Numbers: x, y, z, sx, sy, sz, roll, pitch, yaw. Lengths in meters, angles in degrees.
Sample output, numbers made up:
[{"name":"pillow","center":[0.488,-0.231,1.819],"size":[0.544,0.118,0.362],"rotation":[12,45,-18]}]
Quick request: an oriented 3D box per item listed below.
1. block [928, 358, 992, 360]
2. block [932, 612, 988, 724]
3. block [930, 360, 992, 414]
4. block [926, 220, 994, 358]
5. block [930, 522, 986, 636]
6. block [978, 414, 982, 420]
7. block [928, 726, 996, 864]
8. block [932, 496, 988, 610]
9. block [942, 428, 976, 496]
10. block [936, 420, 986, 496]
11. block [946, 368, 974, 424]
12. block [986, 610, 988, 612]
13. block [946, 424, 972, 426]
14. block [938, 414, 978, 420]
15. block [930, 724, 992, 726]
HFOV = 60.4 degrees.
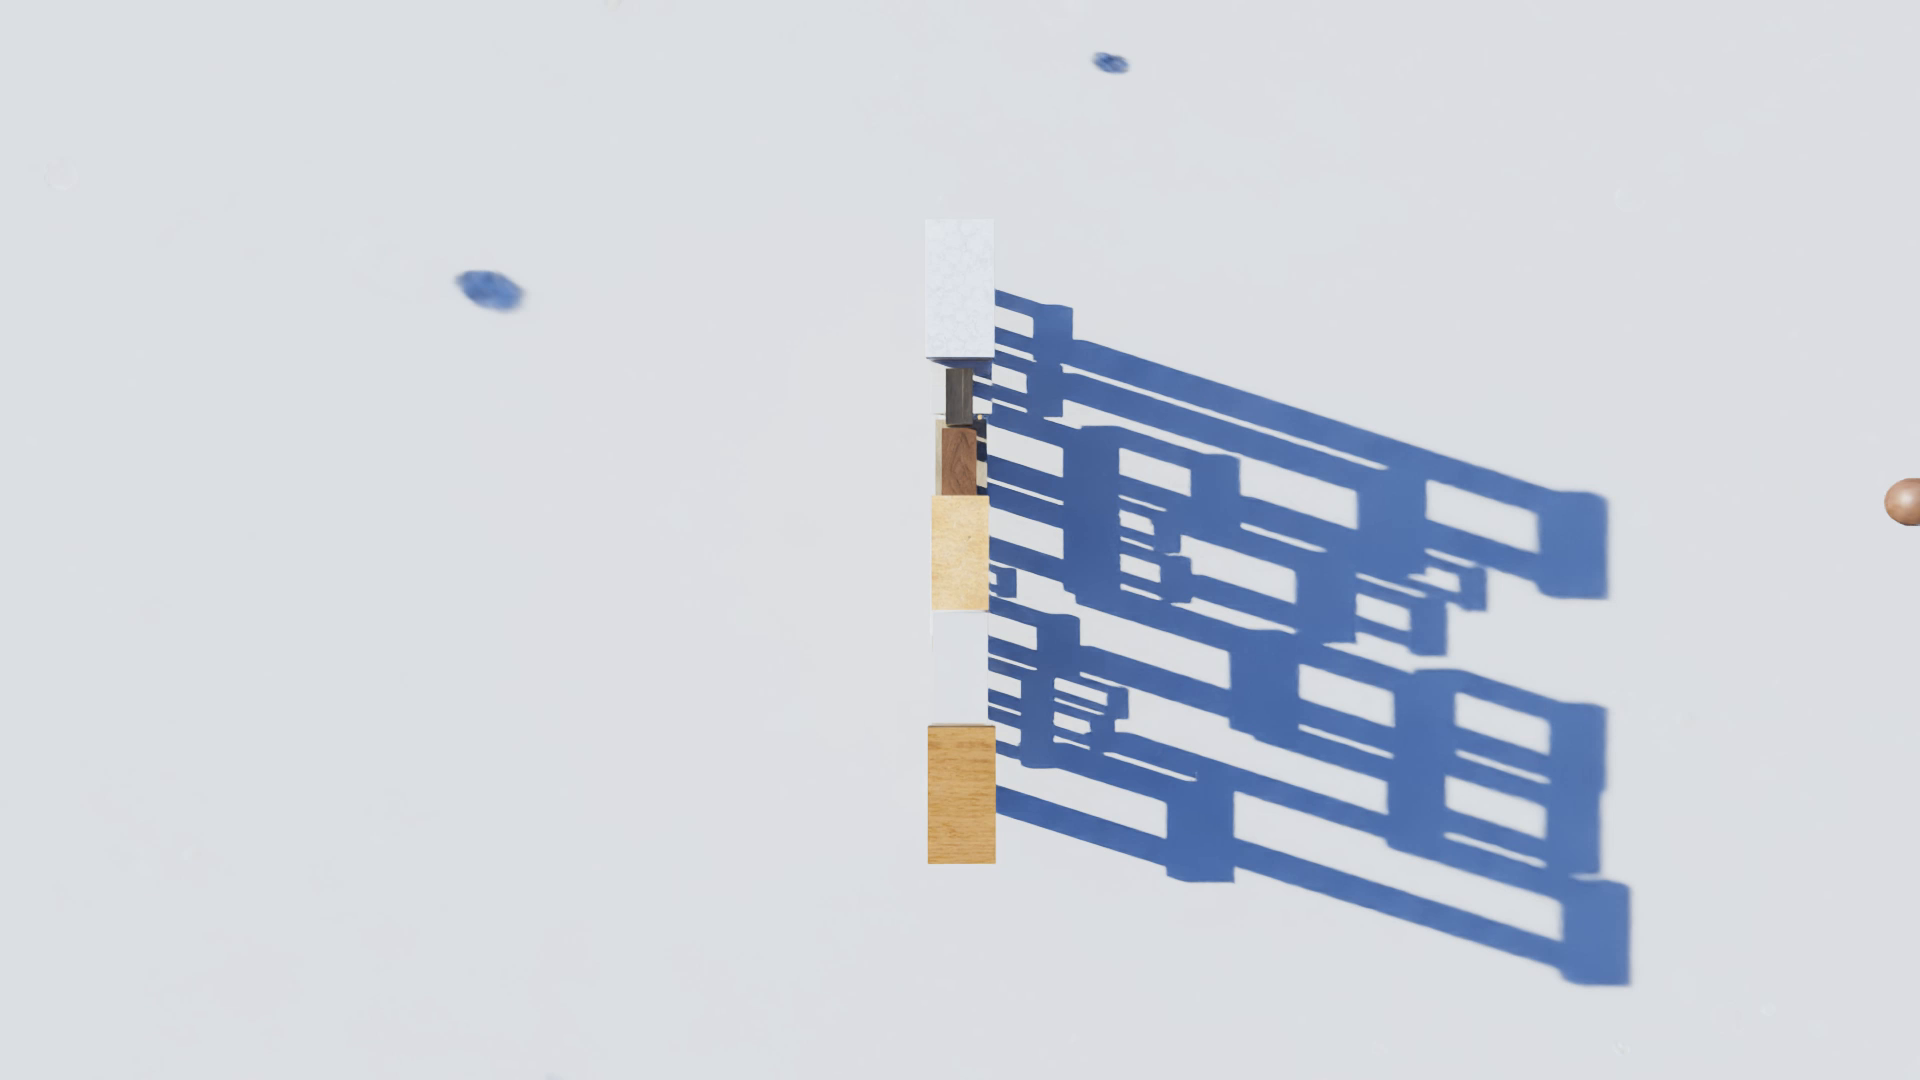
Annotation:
[{"name":"block","center":[0.000,-0.518,4.369],"size":[0.173,0.346,0.049],"rotation":[0,90,0]},{"name":"block","center":[0.001,0.322,4.170],"size":[0.139,0.039,0.277],"rotation":[0,90,0]},{"name":"block","center":[0.004,-0.517,4.565],"size":[0.168,0.048,0.337],"rotation":[0,90,0]},{"name":"block","center":[0.000,-0.633,4.171],"size":[0.173,0.049,0.346],"rotation":[0,90,0]},{"name":"block","center":[-0.005,0.106,4.489],"size":[0.152,0.043,0.304],"rotation":[0,90,0]},{"name":"block","center":[0.000,-0.366,5.215],"size":[0.133,0.038,0.266],"rotation":[0,90,0]},{"name":"block","center":[0.004,0.636,4.124],"size":[0.170,0.048,0.339],"rotation":[0,90,0]},{"name":"block","center":[0.001,0.032,4.160],"size":[0.144,0.041,0.287],"rotation":[0,90,0]},{"name":"block","center":[-0.002,-0.208,4.482],"size":[0.095,0.027,0.191],"rotation":[0,90,0]},{"name":"block","center":[0.003,-0.197,4.707],"size":[0.147,0.042,0.293],"rotation":[0,90,0]},{"name":"block","center":[-0.002,-0.382,4.384],"size":[0.073,0.021,0.147],"rotation":[0,90,0]},{"name":"block","center":[-0.001,0.150,4.838],"size":[0.166,0.047,0.333],"rotation":[0,90,0]},{"name":"block","center":[-0.002,-0.333,4.540],"size":[0.073,0.292,0.021],"rotation":[0,90,0]},{"name":"block","center":[-0.004,-0.436,4.942],"size":[0.118,0.034,0.237],"rotation":[0,90,0]},{"name":"block","center":[0.004,0.523,4.317],"size":[0.170,0.339,0.048],"rotation":[0,90,0]}]
